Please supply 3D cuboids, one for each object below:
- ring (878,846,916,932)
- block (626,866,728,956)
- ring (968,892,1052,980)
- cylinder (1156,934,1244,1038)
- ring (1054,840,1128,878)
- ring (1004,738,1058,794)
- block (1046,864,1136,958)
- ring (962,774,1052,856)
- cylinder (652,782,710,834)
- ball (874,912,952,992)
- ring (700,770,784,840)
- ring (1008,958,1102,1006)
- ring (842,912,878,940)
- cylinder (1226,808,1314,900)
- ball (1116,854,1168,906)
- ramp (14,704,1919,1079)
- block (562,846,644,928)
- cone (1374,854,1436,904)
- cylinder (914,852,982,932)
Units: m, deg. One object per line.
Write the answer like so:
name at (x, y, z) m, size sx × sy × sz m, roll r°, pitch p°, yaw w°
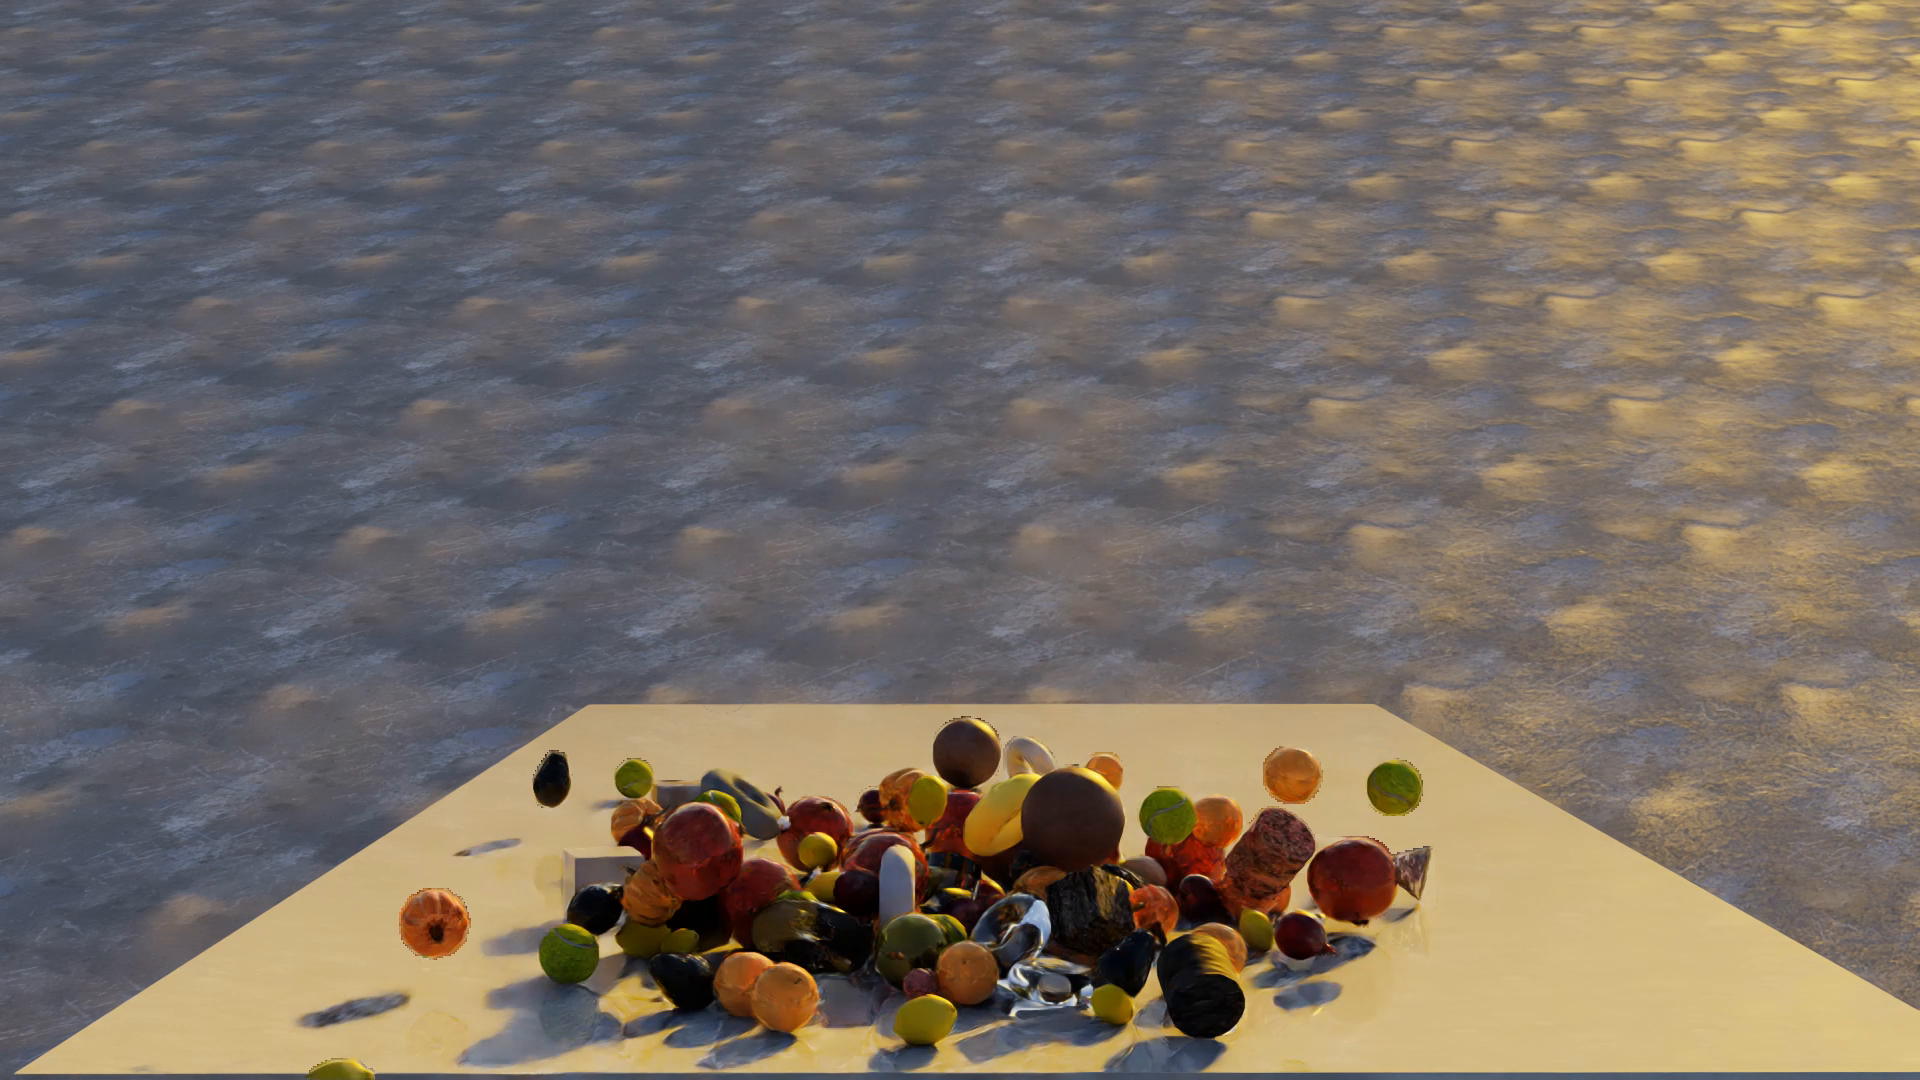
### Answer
ring at (-0.075, 0.425, 3.068) m, size 0.041 × 0.124 × 0.124 m, roll 1°, pitch 25°, yaw 0°
block at (-0.354, 0.464, 3.234) m, size 0.093 × 0.093 × 0.093 m, roll 1°, pitch 2°, yaw 26°
ring at (0.059, 0.469, 3.056) m, size 0.117 × 0.039 × 0.117 m, roll -33°, pitch 28°, yaw 20°
cylinder at (0.254, 0.472, 2.733) m, size 0.080 × 0.080 × 0.080 m, roll -3°, pitch 23°, yaw -5°
ring at (0.191, 0.468, 3.722) m, size 0.112 × 0.037 × 0.112 m, roll 11°, pitch 19°, yaw -4°
ring at (0.125, 0.401, 4.510) m, size 0.039 × 0.118 × 0.118 m, roll -25°, pitch 35°, yaw -34°
block at (0.148, 0.422, 2.931) m, size 0.068 × 0.068 × 0.068 m, roll -30°, pitch 49°, yaw 27°
ring at (0.063, 0.362, 3.395) m, size 0.138 × 0.138 × 0.046 m, roll -21°, pitch 59°, yaw -37°
cylinder at (-0.459, 0.440, 4.227) m, size 0.084 × 0.084 × 0.084 m, roll 0°, pitch 25°, yaw -14°
ball at (-0.054, 0.473, 2.958) m, size 0.091 × 0.091 × 0.091 m, roll 0°, pitch 25°, yaw 0°
ring at (-0.317, 0.385, 3.751) m, size 0.139 × 0.046 × 0.139 m, roll 36°, pitch 5°, yaw -4°
ring at (0.108, 0.499, 2.915) m, size 0.108 × 0.036 × 0.108 m, roll 6°, pitch 4°, yaw 0°
ring at (-0.128, 0.495, 3.302) m, size 0.081 × 0.027 × 0.081 m, roll 1°, pitch 2°, yaw 0°
cylinder at (0.405, 0.411, 3.369) m, size 0.085 × 0.085 × 0.085 m, roll 21°, pitch 36°, yaw -16°
ball at (0.249, 0.467, 3.533) m, size 0.070 × 0.070 × 0.070 m, roll 0°, pitch 25°, yaw 0°
ramp at (0.058, 0.523, 4.562) m, size 2.000 × 0.100 × 4.000 m, roll 0°, pitch 2°, yaw 0°
block at (-0.474, 0.460, 3.422) m, size 0.092 × 0.092 × 0.092 m, roll -1°, pitch 2°, yaw -19°
cone at (0.607, 0.455, 3.572) m, size 0.076 × 0.076 × 0.076 m, roll 29°, pitch 34°, yaw 16°
cylinder at (-0.017, 0.454, 3.322) m, size 0.077 × 0.077 × 0.077 m, roll 6°, pitch 57°, yaw 13°
